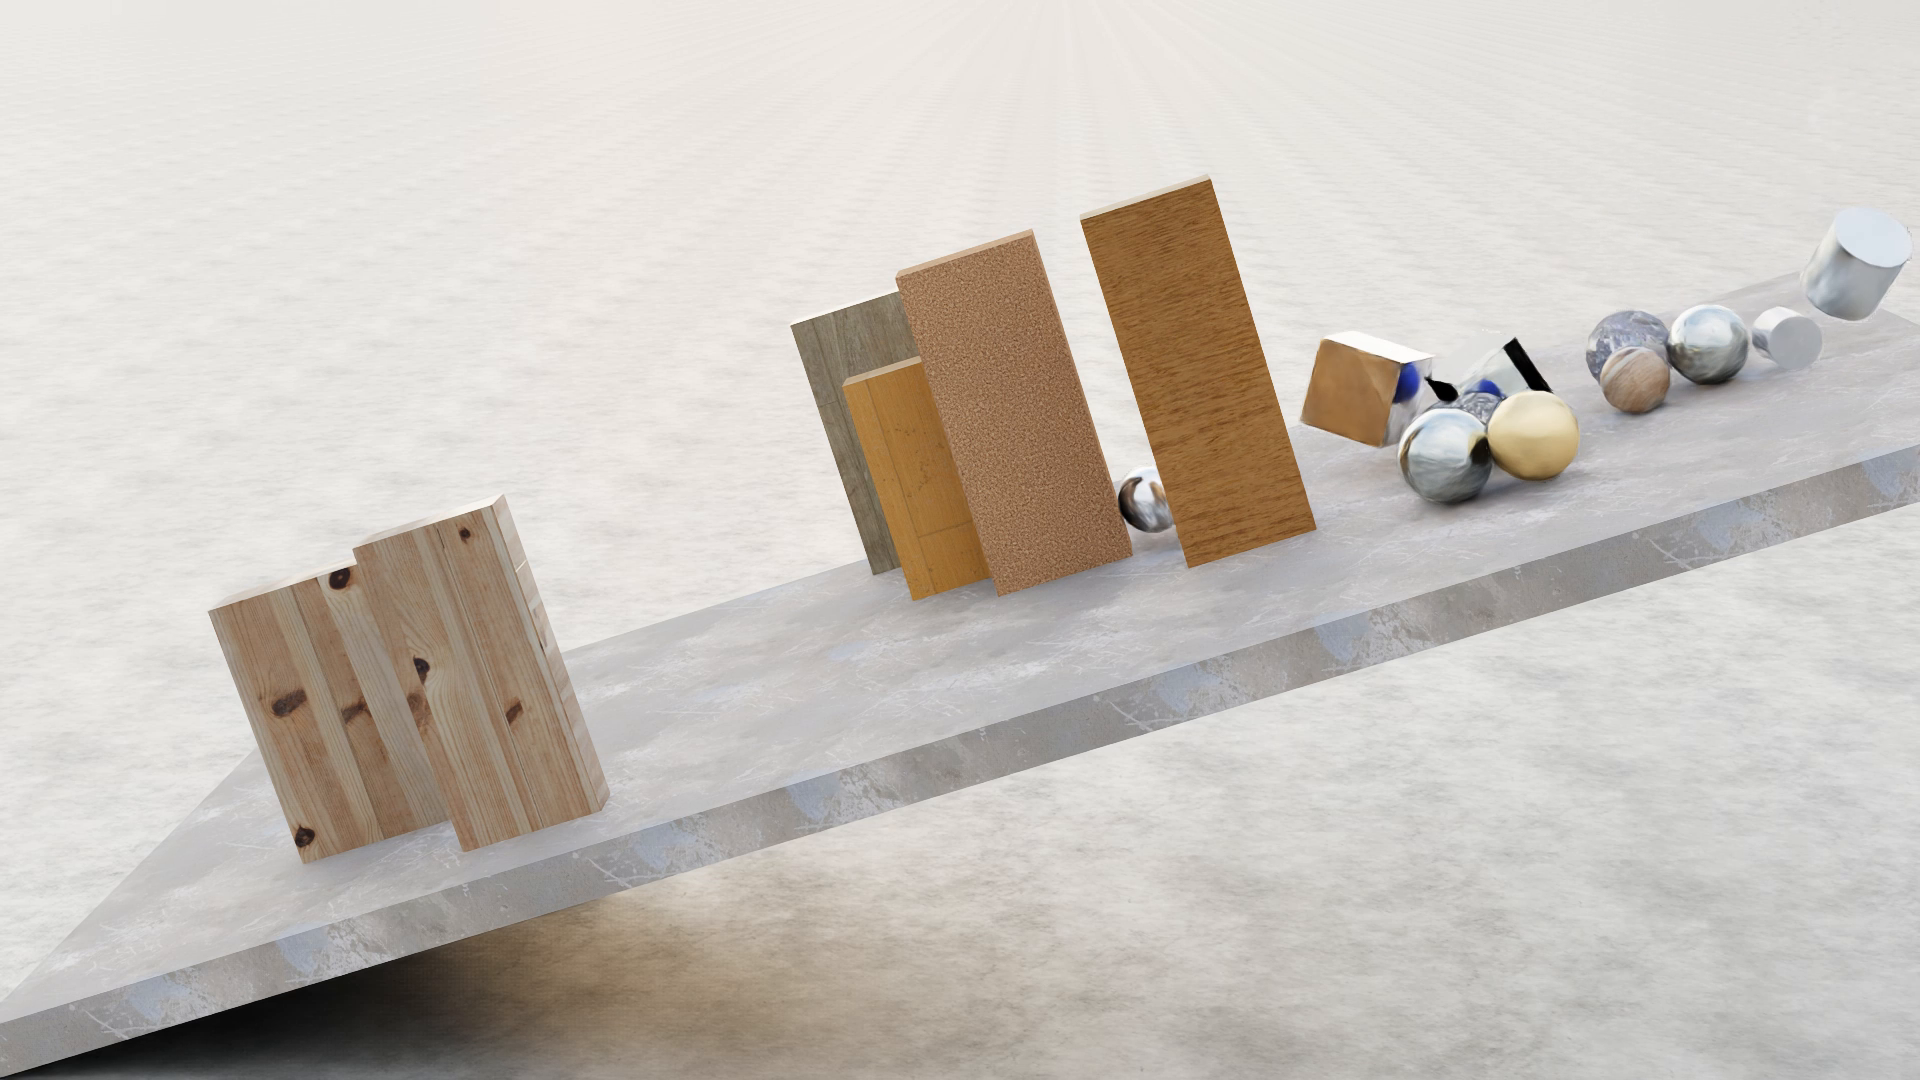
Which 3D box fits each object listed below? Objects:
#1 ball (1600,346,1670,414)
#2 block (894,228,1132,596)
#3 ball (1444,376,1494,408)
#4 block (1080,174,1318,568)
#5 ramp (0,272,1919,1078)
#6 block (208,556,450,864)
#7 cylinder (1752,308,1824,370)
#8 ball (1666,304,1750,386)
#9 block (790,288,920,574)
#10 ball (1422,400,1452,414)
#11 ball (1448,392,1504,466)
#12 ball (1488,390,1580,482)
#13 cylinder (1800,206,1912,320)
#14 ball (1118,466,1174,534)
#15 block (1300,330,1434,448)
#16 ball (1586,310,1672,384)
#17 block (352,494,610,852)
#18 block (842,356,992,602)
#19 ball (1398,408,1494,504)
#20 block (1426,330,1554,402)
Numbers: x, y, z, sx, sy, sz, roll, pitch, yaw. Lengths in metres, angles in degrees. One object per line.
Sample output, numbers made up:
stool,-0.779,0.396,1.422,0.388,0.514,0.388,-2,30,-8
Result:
ball,1.402,-0.332,6.110,0.141,0.141,0.141,0,11,0
block,0.120,-0.275,6.364,0.305,0.726,0.147,-17,10,5
ball,1.128,-0.304,6.507,0.113,0.113,0.113,0,11,0
block,0.488,-0.345,6.035,0.275,0.750,0.133,-17,10,5
ramp,0.100,0.183,6.311,4.000,0.100,2.000,-17,10,5
block,-1.256,0.337,5.994,0.348,0.554,0.139,-17,10,5
cylinder,1.707,-0.416,6.073,0.114,0.114,0.114,-1,13,-3
ball,1.564,-0.408,6.149,0.169,0.169,0.169,0,11,0
block,-0.126,-0.275,7.039,0.373,0.634,0.095,-17,10,5
ball,1.036,-0.234,6.264,0.125,0.125,0.125,0,11,0
ball,1.069,-0.225,6.064,0.160,0.160,0.160,0,11,0
ball,1.123,-0.204,5.758,0.179,0.179,0.179,0,11,0
cylinder,1.848,-0.570,6.068,0.167,0.167,0.167,7,52,-9
ball,0.418,-0.088,6.395,0.147,0.147,0.147,0,11,0
block,0.891,-0.332,6.449,0.194,0.194,0.194,20,17,24
ball,1.432,-0.400,6.287,0.185,0.185,0.185,0,11,0
block,-0.914,0.255,5.639,0.282,0.625,0.119,-17,10,5
block,-0.036,-0.158,6.620,0.306,0.511,0.124,-17,10,5
ball,0.967,-0.168,5.851,0.191,0.191,0.191,0,11,0
block,1.137,-0.329,6.314,0.163,0.163,0.163,-40,18,-8
